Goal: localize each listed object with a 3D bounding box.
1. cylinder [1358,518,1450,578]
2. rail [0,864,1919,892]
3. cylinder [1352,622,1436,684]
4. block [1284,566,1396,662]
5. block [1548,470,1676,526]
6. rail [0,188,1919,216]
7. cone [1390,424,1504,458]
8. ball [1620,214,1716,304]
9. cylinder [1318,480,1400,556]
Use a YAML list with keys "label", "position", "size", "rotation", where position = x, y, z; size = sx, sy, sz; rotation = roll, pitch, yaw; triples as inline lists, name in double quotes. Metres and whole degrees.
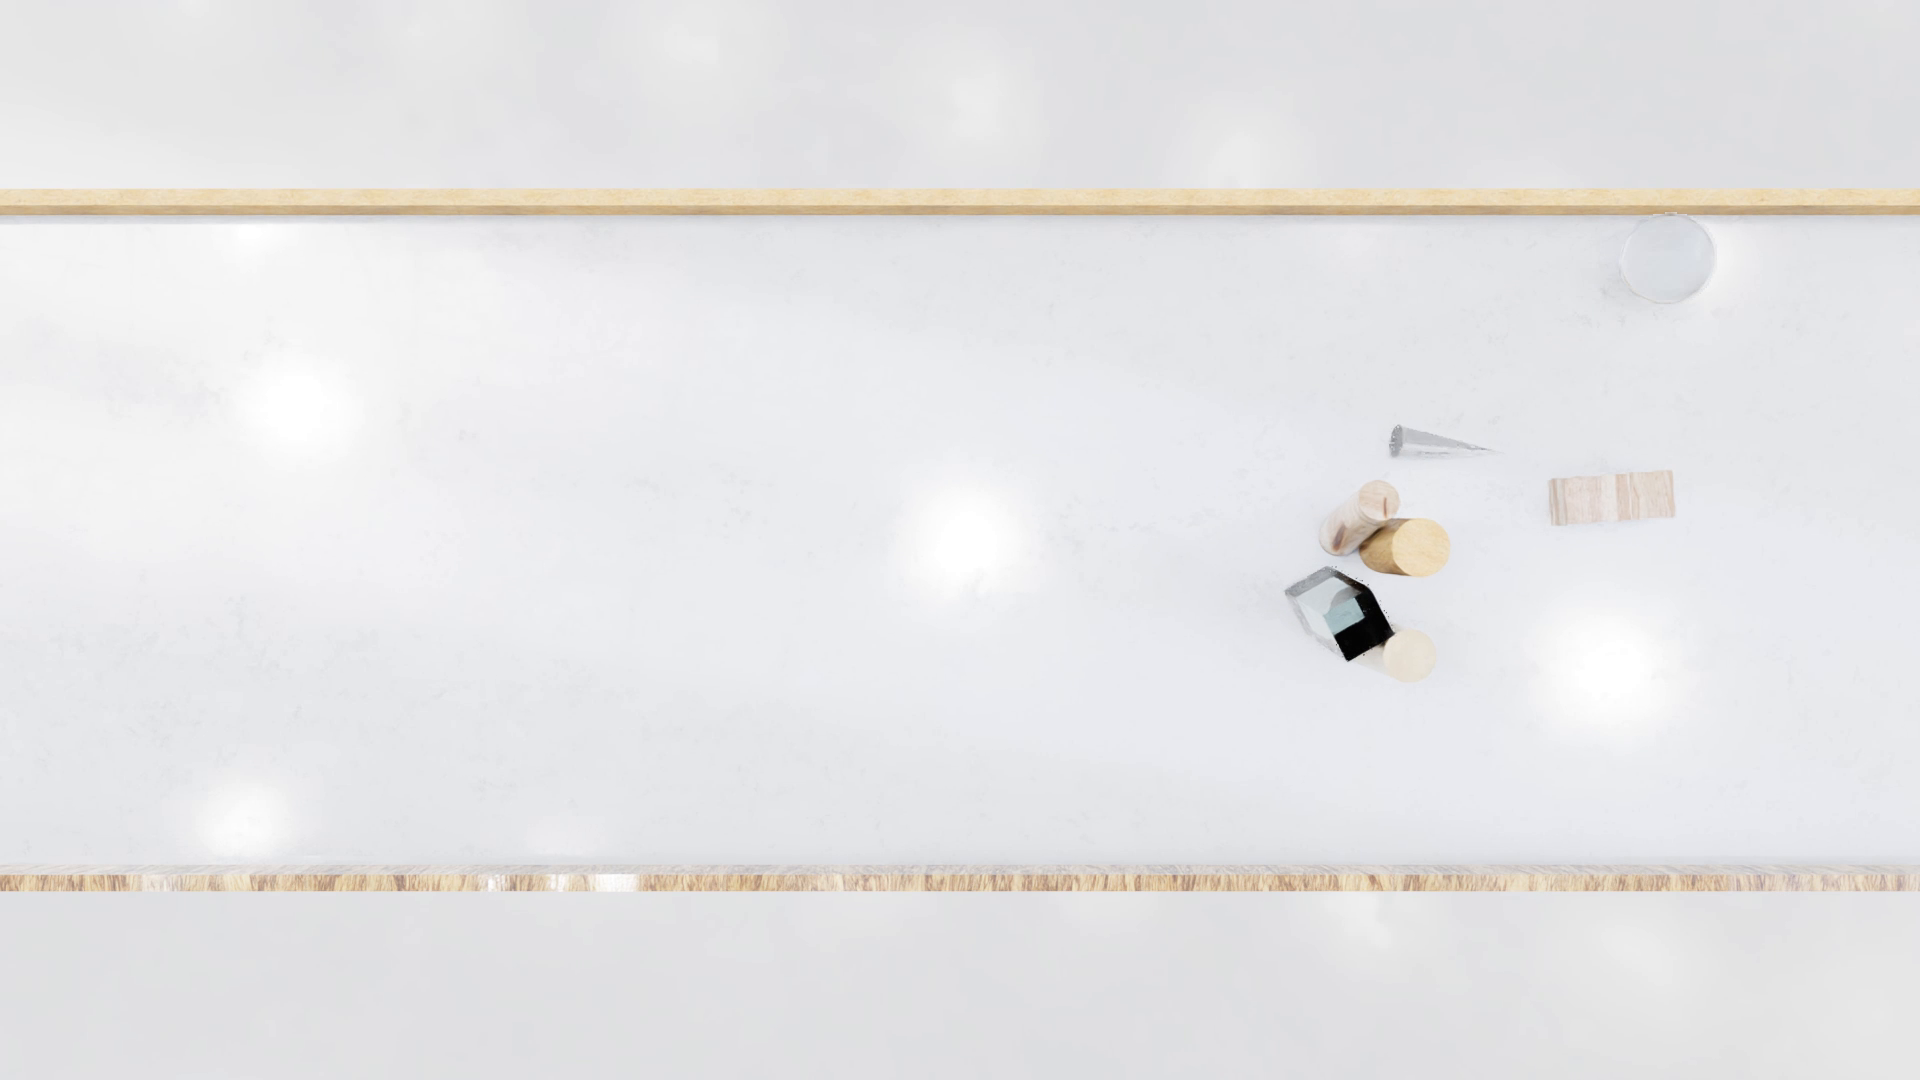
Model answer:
- label: "cylinder"
  position: [1.313, 0.020, 4.892]
  size: [0.170, 0.365, 0.170]
  rotation: [0, 91, -1]
- label: "rail"
  position: [-2.247, 1.025, 5.001]
  size: [12.000, 0.150, 0.050]
  rotation: [0, 90, 0]
- label: "cylinder"
  position: [1.272, 0.322, 4.880]
  size: [0.155, 0.384, 0.155]
  rotation: [0, 92, -2]
- label: "block"
  position: [1.112, 0.212, 4.864]
  size: [0.156, 0.404, 0.156]
  rotation: [-30, 100, 0]
- label: "block"
  position: [1.975, -0.127, 5.006]
  size: [0.323, 0.142, 0.142]
  rotation: [-4, 90, 0]
- label: "rail"
  position: [-2.247, -1.025, 5.002]
  size: [12.000, 0.150, 0.050]
  rotation: [0, 90, 0]
- label: "cone"
  position: [1.509, -0.283, 5.051]
  size: [0.362, 0.102, 0.102]
  rotation: [6, 90, -8]
- label: "ball"
  position: [2.110, -0.836, 4.922]
  size: [0.264, 0.264, 0.264]
  rotation: [0, 90, 0]
- label: "cylinder"
  position: [1.175, -0.060, 4.872]
  size: [0.122, 0.391, 0.122]
  rotation: [1, 74, -5]
